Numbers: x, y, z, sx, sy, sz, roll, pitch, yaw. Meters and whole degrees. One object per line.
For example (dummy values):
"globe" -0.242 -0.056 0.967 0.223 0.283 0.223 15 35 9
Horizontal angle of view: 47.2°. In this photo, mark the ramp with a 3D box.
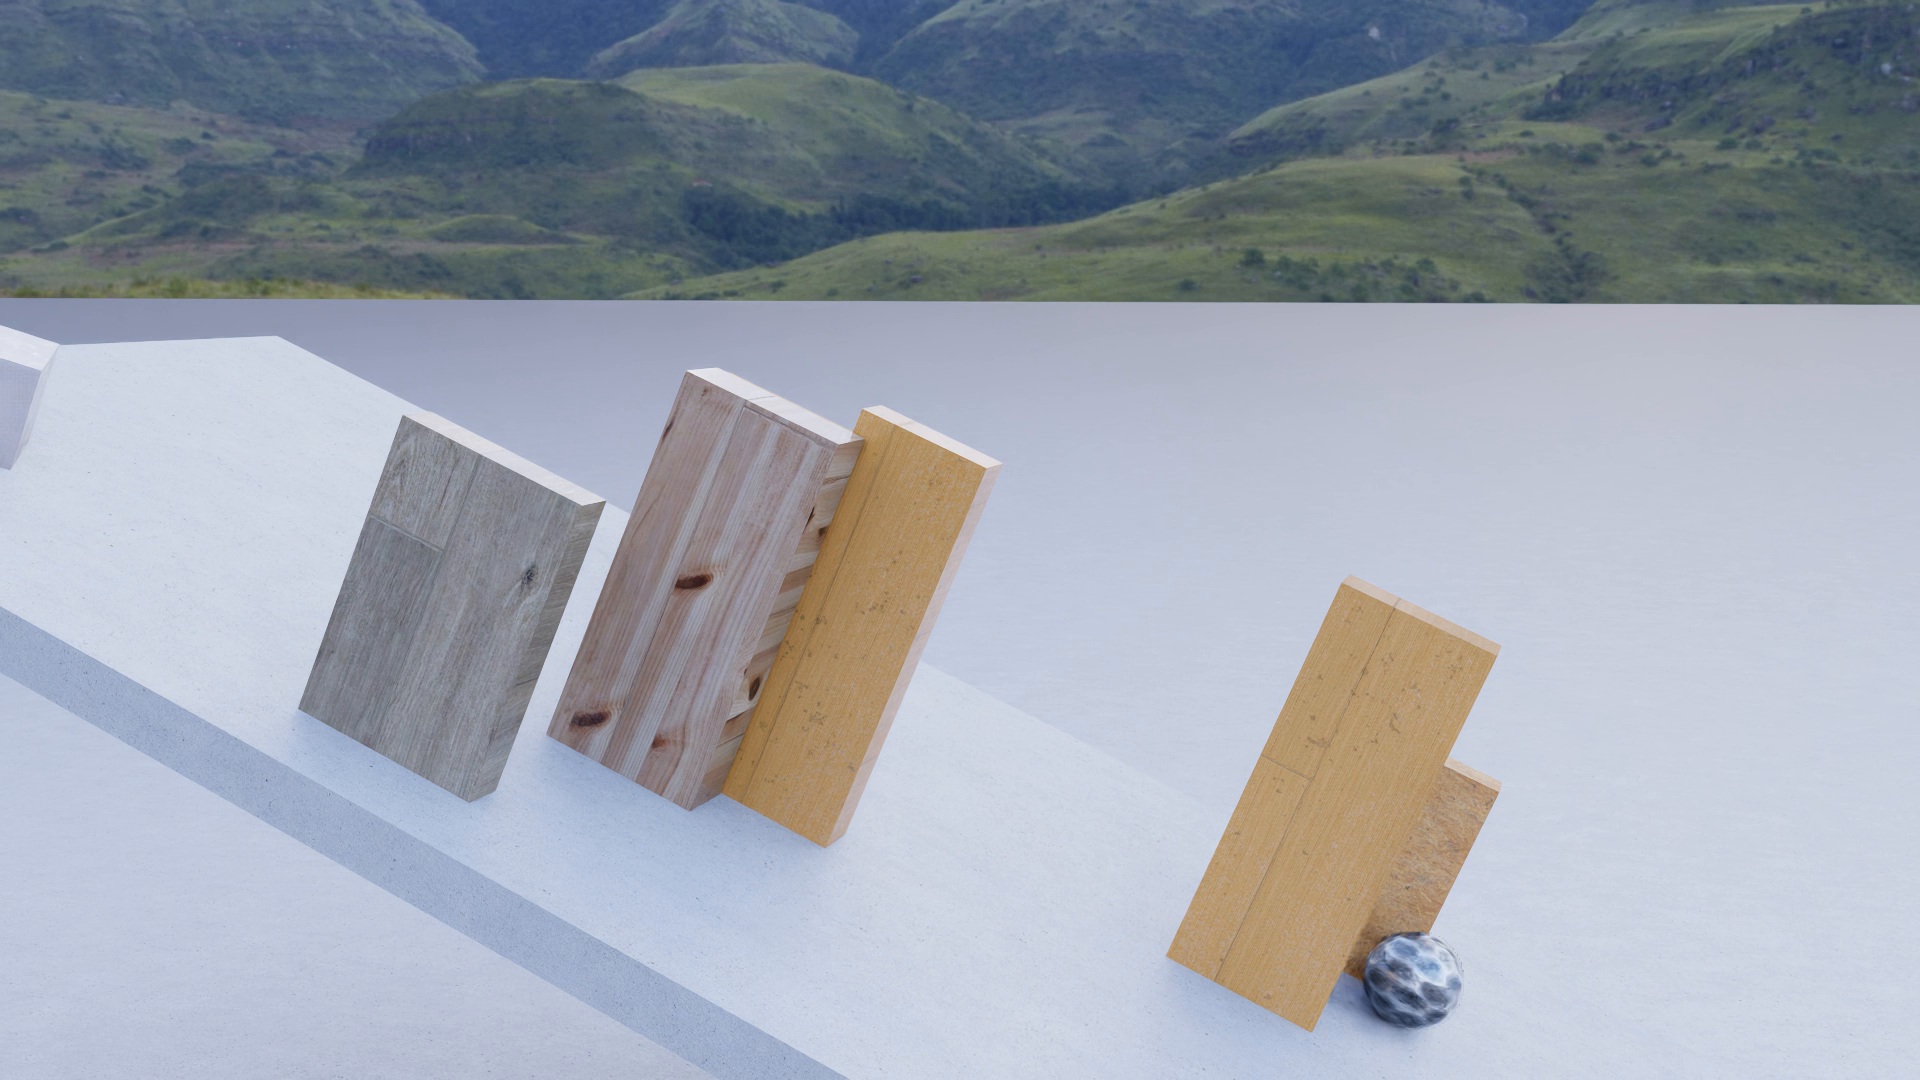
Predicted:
"ramp" -0.287 0.498 4.183 4.000 0.100 2.000 26 13 13

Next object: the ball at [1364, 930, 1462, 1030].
"ball" 0.856 0.832 4.159 0.183 0.183 0.183 0 7 0

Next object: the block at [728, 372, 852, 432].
"block" -0.452 -0.088 4.997 0.397 0.459 0.081 26 13 13

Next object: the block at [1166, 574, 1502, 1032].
"block" 0.669 0.475 3.965 0.294 0.768 0.114 26 13 13

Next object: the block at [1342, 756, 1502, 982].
"block" 0.836 0.627 4.319 0.269 0.464 0.087 26 13 13

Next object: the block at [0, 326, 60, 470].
"block" -1.803 -0.278 4.045 0.199 0.199 0.199 19 14 -18

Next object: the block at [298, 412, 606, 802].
"block" -0.809 0.105 3.487 0.334 0.521 0.084 26 13 13

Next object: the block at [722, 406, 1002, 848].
"block" -0.187 0.153 3.861 0.242 0.740 0.101 26 13 13

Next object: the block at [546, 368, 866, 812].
"block" -0.443 0.084 3.799 0.296 0.697 0.131 26 13 13
